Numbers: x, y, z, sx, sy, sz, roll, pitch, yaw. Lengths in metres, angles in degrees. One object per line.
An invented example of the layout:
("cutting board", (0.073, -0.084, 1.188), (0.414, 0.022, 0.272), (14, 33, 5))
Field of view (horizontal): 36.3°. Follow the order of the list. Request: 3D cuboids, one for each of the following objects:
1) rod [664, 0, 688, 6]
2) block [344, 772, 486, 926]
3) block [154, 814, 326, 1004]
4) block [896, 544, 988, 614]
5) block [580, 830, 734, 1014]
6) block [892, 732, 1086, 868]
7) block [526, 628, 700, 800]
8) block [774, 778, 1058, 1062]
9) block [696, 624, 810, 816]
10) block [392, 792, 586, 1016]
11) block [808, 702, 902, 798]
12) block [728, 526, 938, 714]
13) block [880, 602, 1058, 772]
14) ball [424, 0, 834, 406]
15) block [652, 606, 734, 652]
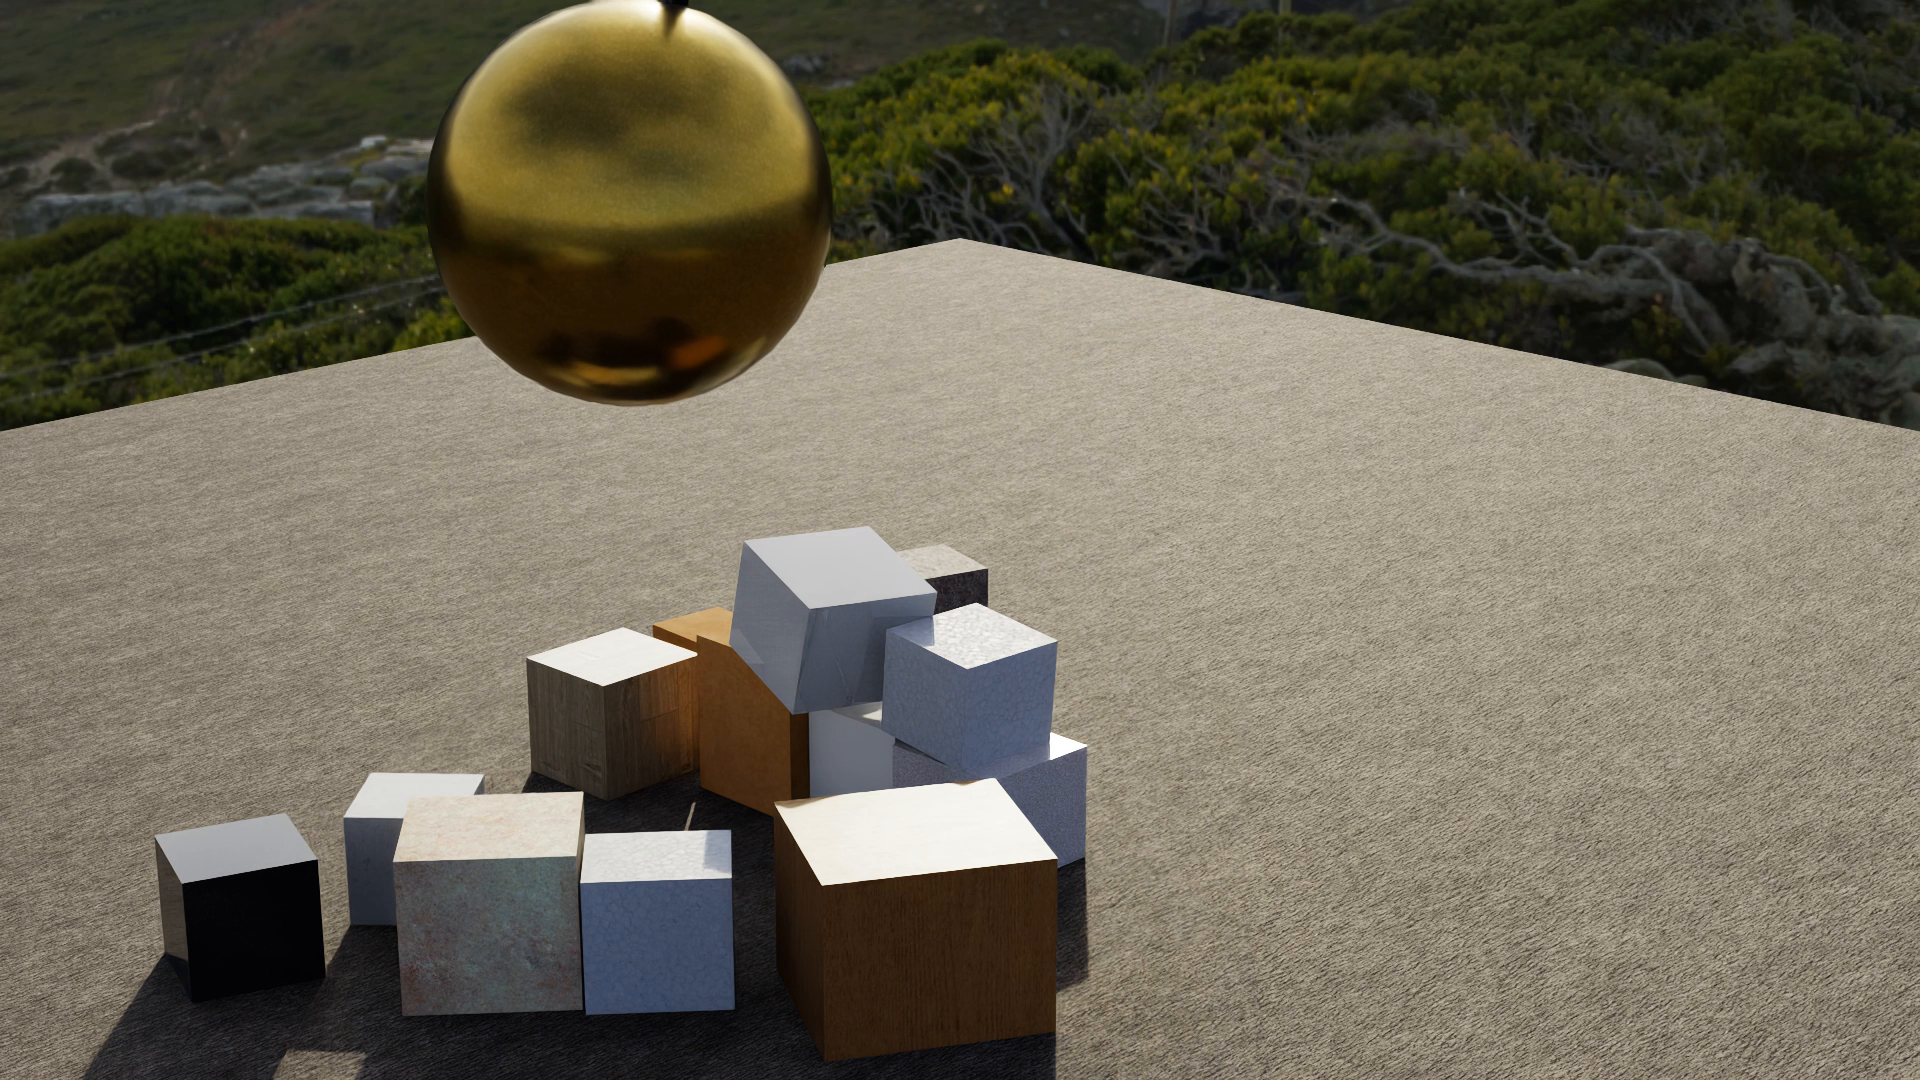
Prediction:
("rod", (-0.563, -4.634, 11.295), (0.080, 5.200, 0.080), (17, 6, 42))
("block", (-2.421, 1.379, 13.101), (0.515, 0.513, 0.518), (1, 17, 2))
("block", (-3.064, 1.559, 12.476), (0.563, 0.545, 0.555), (-8, 19, -25))
("block", (-0.175, 0.345, 16.476), (0.471, 0.463, 0.513), (-10, 20, -28))
("block", (-1.259, 1.595, 12.279), (0.614, 0.593, 0.502), (-1, 17, -4))
("block", (0.137, 1.209, 13.575), (0.626, 0.554, 0.640), (-17, 24, -42))
("block", (-1.717, 0.859, 14.614), (0.589, 0.598, 0.626), (16, 23, 41))
("block", (-0.196, 1.552, 12.123), (0.968, 0.769, 0.883), (-5, 18, -15))
("block", (-0.772, 0.828, 14.383), (0.670, 0.796, 0.767), (17, 24, 42))
("block", (-1.959, 1.523, 12.346), (0.738, 0.692, 0.687), (-1, 17, -4))
("block", (-0.300, 1.054, 13.999), (0.593, 0.594, 0.593), (-17, 24, -42))
("block", (-0.600, 0.366, 13.695), (0.671, 0.554, 0.665), (-7, 31, -31))
("block", (0.040, 0.668, 13.454), (0.561, 0.505, 0.548), (-15, 28, -40))
("ball", (-1.299, -1.325, 11.564), (1.600, 1.600, 1.600), (0, 17, 0))
("block", (-1.315, 0.666, 15.454), (0.429, 0.462, 0.419), (-15, 23, -40))
